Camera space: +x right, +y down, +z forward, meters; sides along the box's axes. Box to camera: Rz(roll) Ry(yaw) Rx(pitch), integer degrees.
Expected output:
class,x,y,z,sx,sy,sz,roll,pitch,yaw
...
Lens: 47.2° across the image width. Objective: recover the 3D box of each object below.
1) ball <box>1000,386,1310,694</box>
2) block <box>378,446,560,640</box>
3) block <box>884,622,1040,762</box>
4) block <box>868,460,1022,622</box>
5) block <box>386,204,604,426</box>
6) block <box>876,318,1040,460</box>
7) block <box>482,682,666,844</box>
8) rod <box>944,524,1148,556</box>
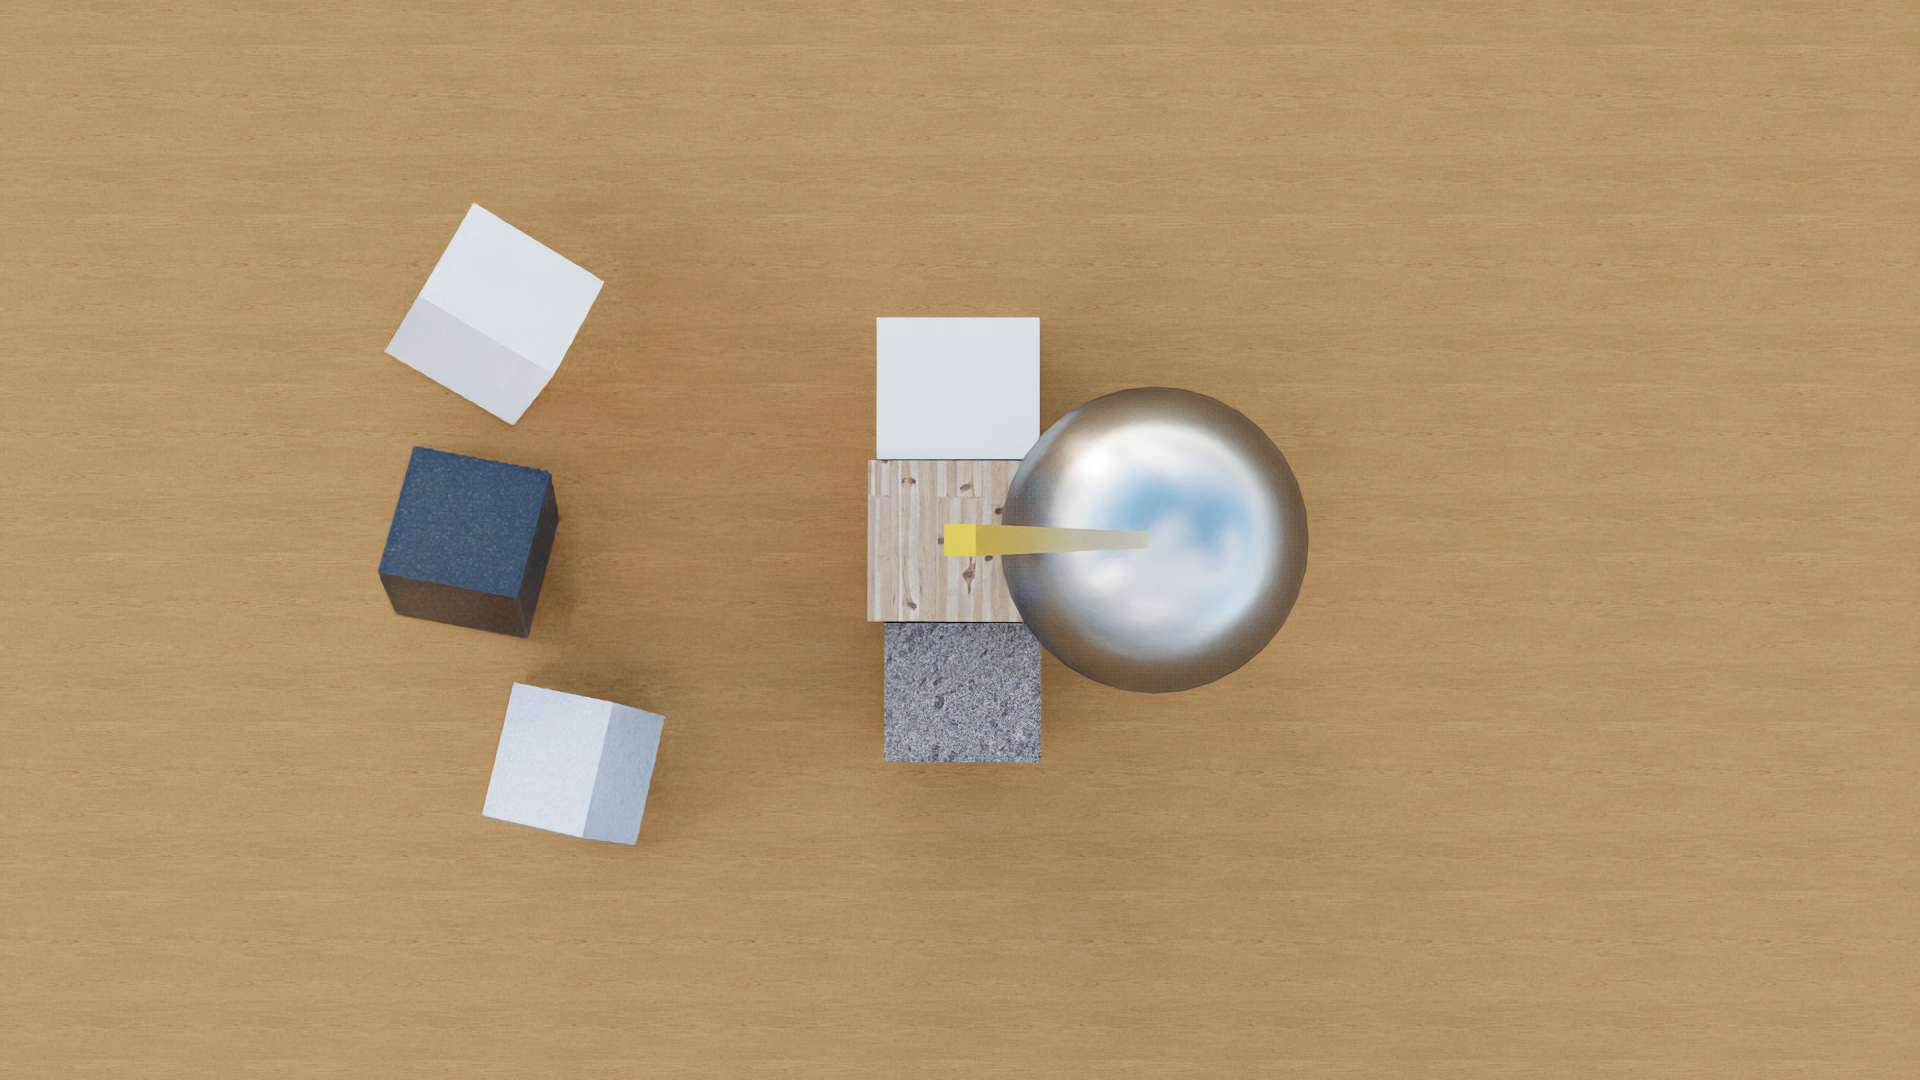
class,x,y,z,sx,sy,sz,roll,pitch,yaw
ball,1.006,0.000,11.436,1.600,1.600,1.600,0,90,0
block,-2.776,0.023,12.505,0.775,0.681,0.773,11,67,-1
block,0.014,0.840,12.548,0.862,0.904,0.766,0,90,0
block,-0.018,0.006,12.514,0.973,0.972,0.881,0,90,0
block,-2.584,-1.237,12.196,0.813,0.790,0.658,31,61,-15
block,-0.010,-0.834,12.549,0.894,0.902,0.778,0,90,0
block,-2.191,1.280,12.534,0.641,0.656,0.758,9,82,20
rod,0.436,0.000,8.084,0.080,5.200,0.080,0,90,10
